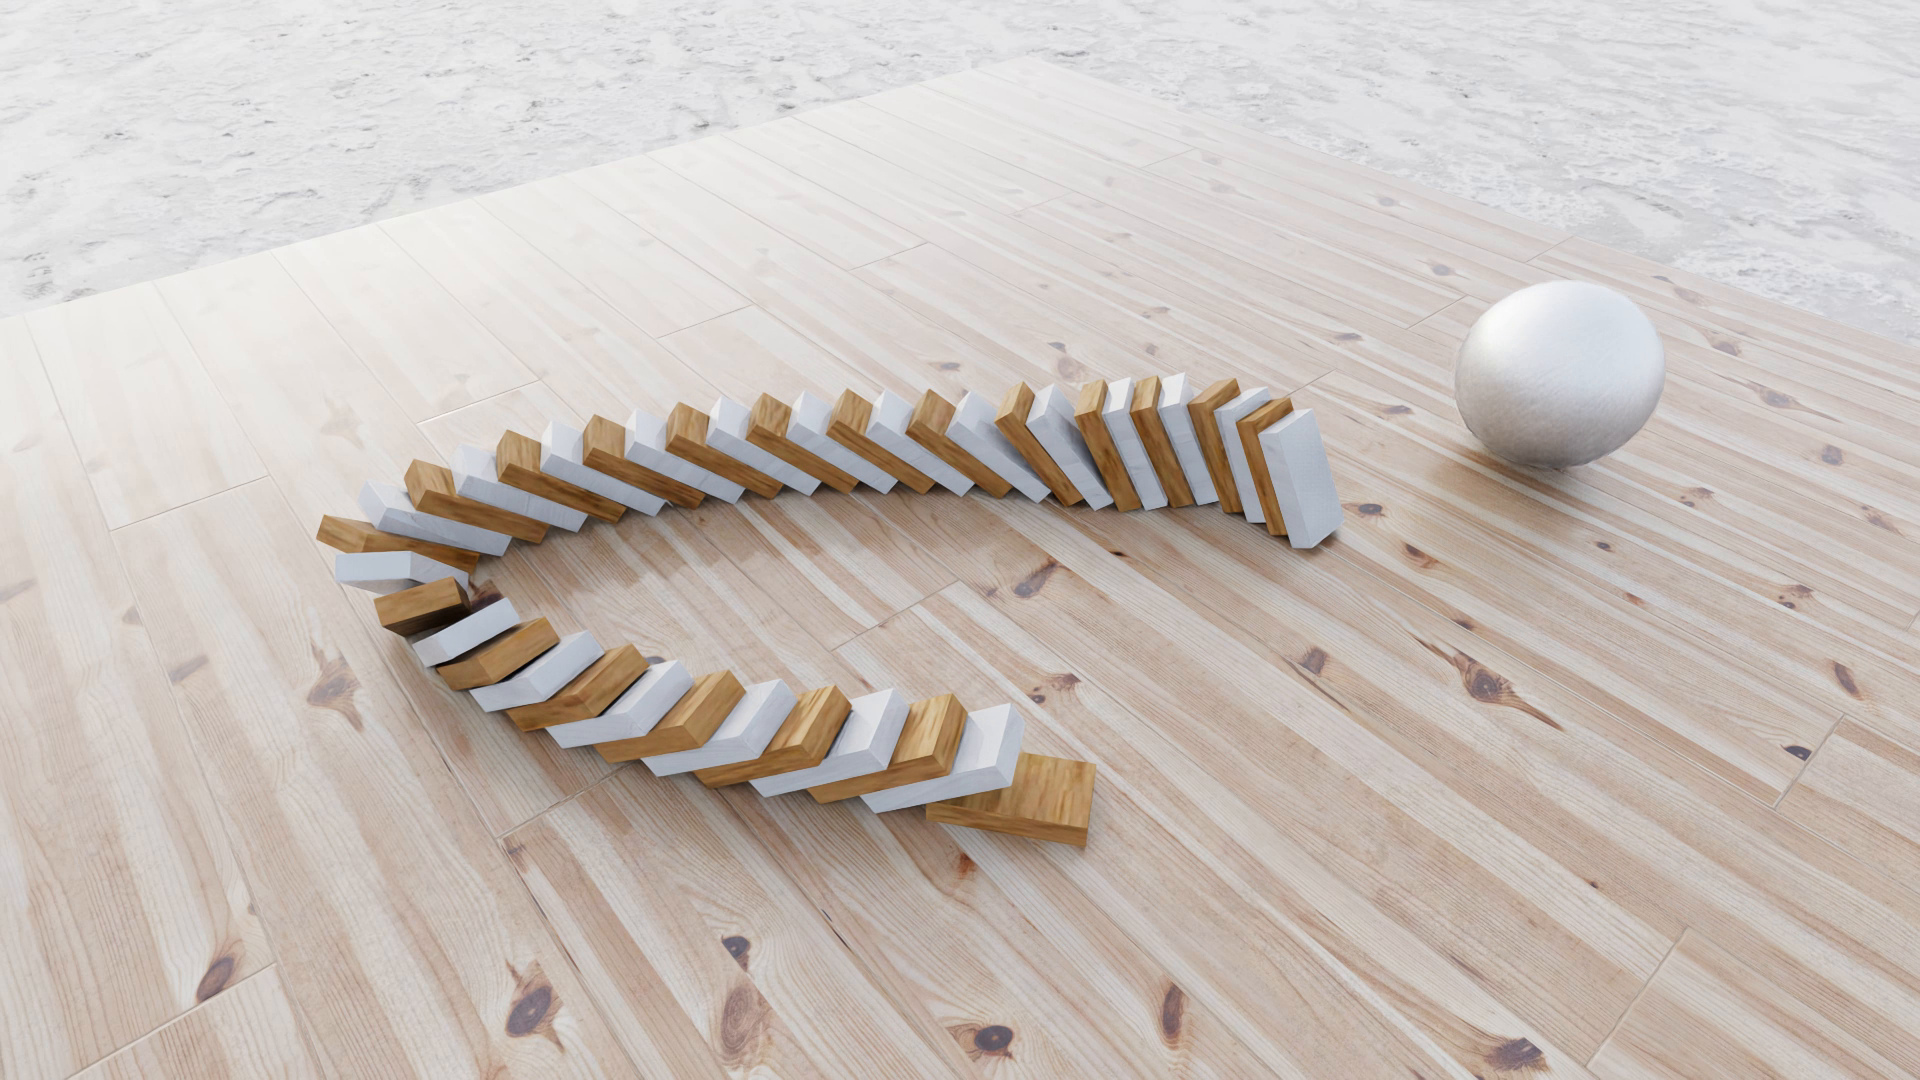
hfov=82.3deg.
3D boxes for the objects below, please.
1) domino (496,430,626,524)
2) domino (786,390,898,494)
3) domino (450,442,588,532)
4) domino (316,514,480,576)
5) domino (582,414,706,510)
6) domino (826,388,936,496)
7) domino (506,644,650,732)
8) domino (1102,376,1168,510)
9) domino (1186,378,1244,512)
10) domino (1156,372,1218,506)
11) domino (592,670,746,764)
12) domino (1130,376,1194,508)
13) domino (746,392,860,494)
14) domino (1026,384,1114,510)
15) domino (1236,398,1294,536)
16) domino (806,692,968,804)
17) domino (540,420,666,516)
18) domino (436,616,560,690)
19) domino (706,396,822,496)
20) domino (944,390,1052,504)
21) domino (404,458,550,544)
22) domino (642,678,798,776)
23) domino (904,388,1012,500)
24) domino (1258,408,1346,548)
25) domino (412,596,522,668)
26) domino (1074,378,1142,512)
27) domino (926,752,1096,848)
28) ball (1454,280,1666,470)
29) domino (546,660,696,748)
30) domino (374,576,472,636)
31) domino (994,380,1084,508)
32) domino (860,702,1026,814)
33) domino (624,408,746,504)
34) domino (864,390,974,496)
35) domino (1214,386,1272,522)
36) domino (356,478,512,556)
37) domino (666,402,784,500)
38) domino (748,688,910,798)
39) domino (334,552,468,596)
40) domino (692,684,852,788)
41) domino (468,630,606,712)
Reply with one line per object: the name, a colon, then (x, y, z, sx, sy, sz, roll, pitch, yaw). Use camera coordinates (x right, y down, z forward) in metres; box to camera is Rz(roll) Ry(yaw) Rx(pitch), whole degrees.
domino: (-0.163, -0.026, 0.451, 0.050, 0.010, 0.025, 24, 24, -37)
domino: (-0.049, -0.042, 0.473, 0.050, 0.009, 0.025, 30, 34, -21)
domino: (-0.178, -0.021, 0.445, 0.050, 0.010, 0.025, 23, 20, -41)
domino: (-0.211, 0.002, 0.415, 0.025, 0.010, 0.050, 18, -1, 25)
domino: (-0.132, -0.032, 0.460, 0.050, 0.010, 0.025, 25, 27, -32)
domino: (-0.032, -0.042, 0.473, 0.050, 0.009, 0.025, 31, 36, -19)
domino: (-0.126, 0.049, 0.362, 0.050, 0.010, 0.025, -16, 24, 42)
domino: (0.075, -0.040, 0.461, 0.009, 0.050, 0.025, -14, 32, 27)
domino: (0.113, -0.040, 0.461, 0.009, 0.050, 0.025, -3, 26, 49)
domino: (0.098, -0.042, 0.464, 0.010, 0.050, 0.025, -14, 32, 27)
domino: (-0.094, 0.057, 0.353, 0.050, 0.009, 0.025, -16, 26, 38)
domino: (0.086, -0.041, 0.462, 0.010, 0.050, 0.025, -14, 33, 27)
domino: (-0.066, -0.041, 0.472, 0.050, 0.010, 0.025, 29, 33, -23)
domino: (0.048, -0.039, 0.463, 0.010, 0.050, 0.025, -26, 27, 33)
domino: (0.131, -0.030, 0.450, 0.025, 0.050, 0.009, -31, 18, -32)
domino: (-0.023, 0.065, 0.344, 0.050, 0.010, 0.025, -19, 30, 29)
domino: (-0.148, -0.029, 0.456, 0.050, 0.010, 0.025, 25, 26, -34)
domino: (-0.157, 0.039, 0.374, 0.050, 0.009, 0.025, -13, 20, 50)
domino: (-0.083, -0.040, 0.470, 0.050, 0.009, 0.025, 28, 31, -25)
domino: (0.019, -0.040, 0.471, 0.050, 0.010, 0.025, 36, 40, -13)
domino: (-0.192, -0.015, 0.438, 0.050, 0.010, 0.025, 21, 17, -45)
domino: (-0.077, 0.060, 0.349, 0.050, 0.009, 0.025, -17, 27, 37)
domino: (0.002, -0.041, 0.472, 0.050, 0.010, 0.025, 34, 38, -15)
domino: (0.138, -0.025, 0.443, 0.025, 0.050, 0.010, -31, 18, -32)
domino: (-0.172, 0.032, 0.381, 0.025, 0.010, 0.050, -33, 11, -34)
domino: (0.064, -0.039, 0.460, 0.009, 0.050, 0.025, -14, 33, 27)
domino: (0.016, 0.079, 0.347, 0.050, 0.010, 0.025, 7, 40, 9)
ball: (0.257, -0.071, 0.474, 0.080, 0.080, 0.080, 0, 39, 0)
domino: (-0.111, 0.054, 0.357, 0.050, 0.010, 0.025, -15, 25, 40)
domino: (-0.188, 0.024, 0.388, 0.025, 0.050, 0.009, -18, 88, -21)
domino: (0.036, -0.040, 0.465, 0.010, 0.050, 0.025, -27, 26, 33)
domino: (-0.005, 0.068, 0.341, 0.050, 0.010, 0.025, -18, 31, 28)
domino: (-0.116, -0.035, 0.464, 0.050, 0.009, 0.025, 25, 28, -31)
domino: (-0.016, -0.042, 0.473, 0.050, 0.010, 0.025, 32, 36, -18)
domino: (0.123, -0.035, 0.456, 0.025, 0.050, 0.009, -31, 18, -32)
domino: (-0.204, -0.008, 0.429, 0.025, 0.009, 0.050, 35, 10, 38)
domino: (-0.100, -0.038, 0.468, 0.050, 0.010, 0.025, 26, 30, -28)
domino: (-0.041, 0.064, 0.345, 0.050, 0.009, 0.025, -19, 30, 31)
domino: (-0.201, 0.013, 0.400, 0.025, 0.050, 0.010, -2, 80, -3)
domino: (-0.060, 0.062, 0.346, 0.050, 0.010, 0.025, -19, 28, 34)
domino: (-0.142, 0.044, 0.368, 0.050, 0.010, 0.025, -15, 22, 45)
